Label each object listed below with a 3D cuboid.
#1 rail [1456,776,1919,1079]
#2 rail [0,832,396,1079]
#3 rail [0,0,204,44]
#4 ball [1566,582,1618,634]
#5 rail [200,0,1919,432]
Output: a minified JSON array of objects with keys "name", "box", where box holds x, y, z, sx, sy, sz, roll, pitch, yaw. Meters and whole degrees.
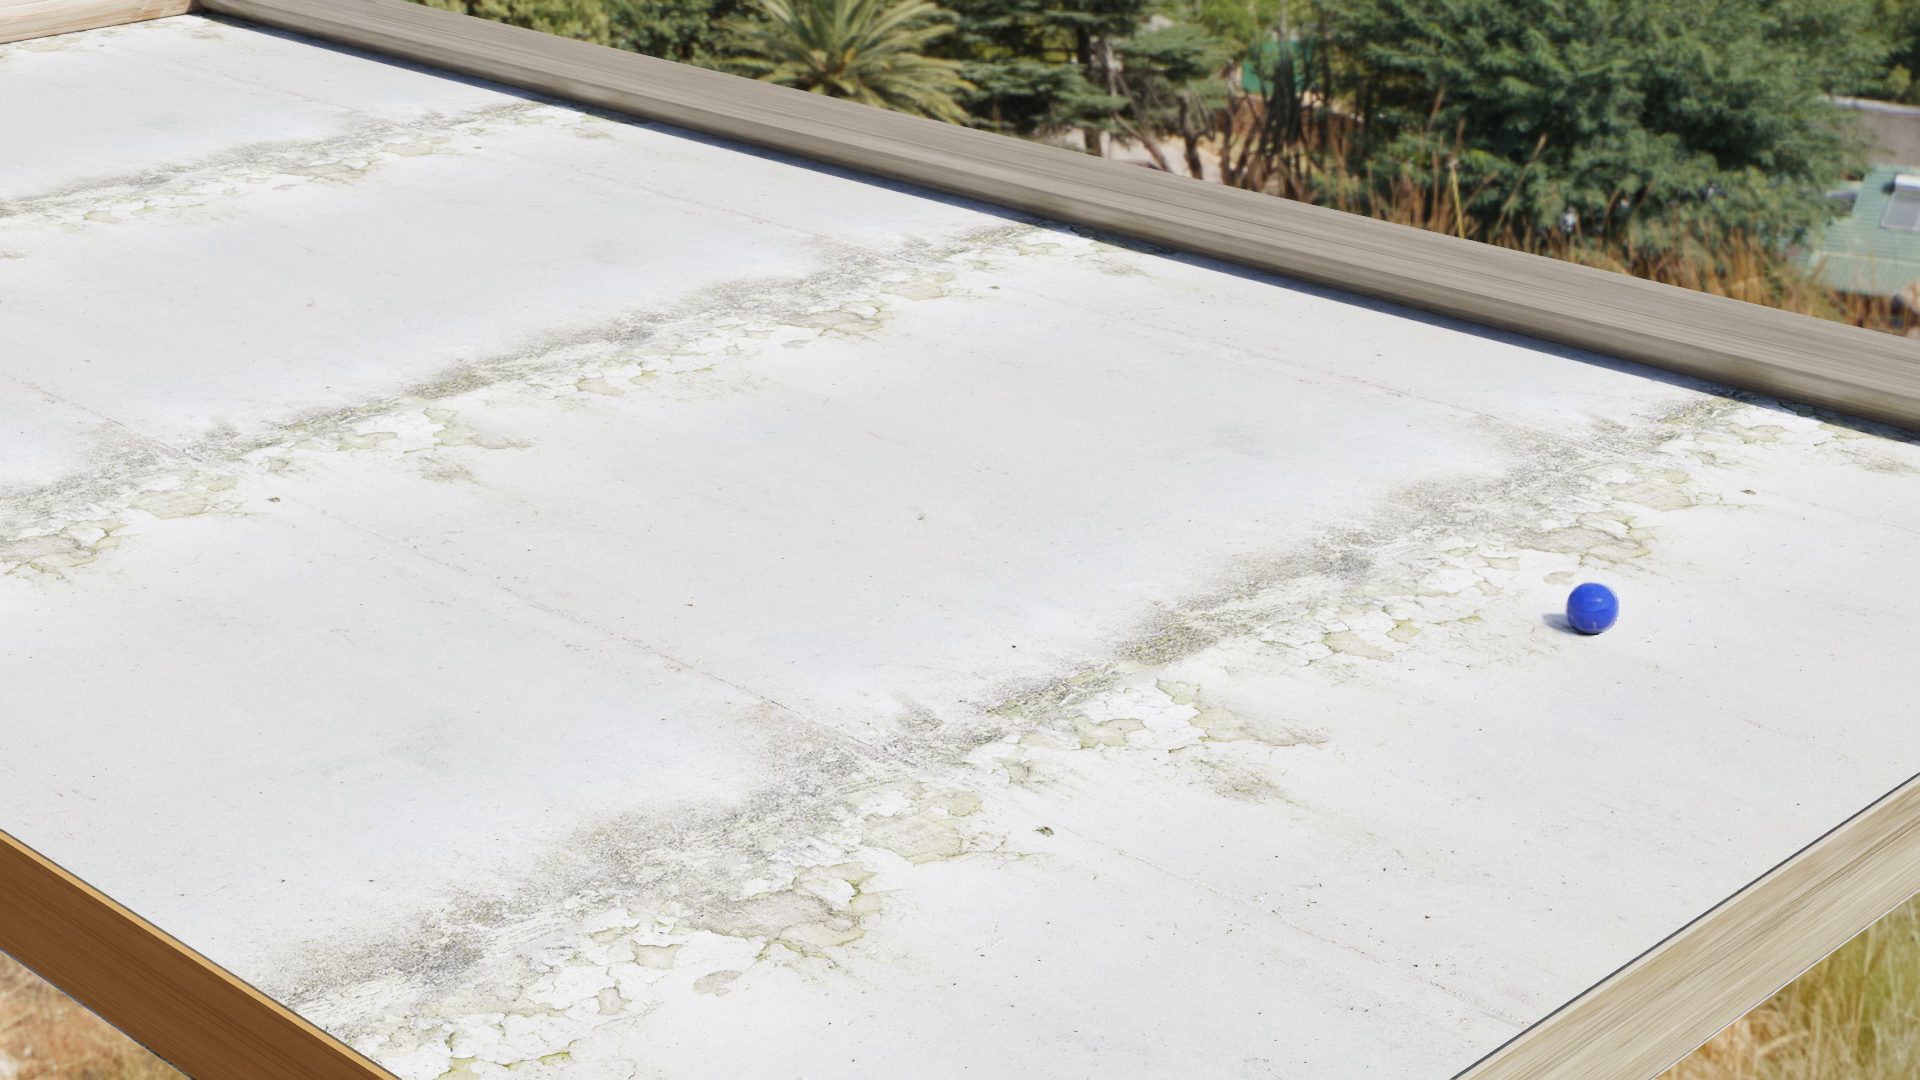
[{"name":"rail","box":[0.636,0.206,2.050,0.045,0.094,1.903,19,28,40]},{"name":"rail","box":[-1.299,-0.006,2.595,3.638,0.094,0.045,19,28,40]},{"name":"rail","box":[-1.941,-0.700,4.381,0.045,0.094,1.903,19,28,40]},{"name":"ball","box":[0.538,0.058,2.504,0.044,0.044,0.044,0,21,0]},{"name":"rail","box":[-0.007,-0.488,3.836,3.638,0.094,0.045,19,28,40]}]
